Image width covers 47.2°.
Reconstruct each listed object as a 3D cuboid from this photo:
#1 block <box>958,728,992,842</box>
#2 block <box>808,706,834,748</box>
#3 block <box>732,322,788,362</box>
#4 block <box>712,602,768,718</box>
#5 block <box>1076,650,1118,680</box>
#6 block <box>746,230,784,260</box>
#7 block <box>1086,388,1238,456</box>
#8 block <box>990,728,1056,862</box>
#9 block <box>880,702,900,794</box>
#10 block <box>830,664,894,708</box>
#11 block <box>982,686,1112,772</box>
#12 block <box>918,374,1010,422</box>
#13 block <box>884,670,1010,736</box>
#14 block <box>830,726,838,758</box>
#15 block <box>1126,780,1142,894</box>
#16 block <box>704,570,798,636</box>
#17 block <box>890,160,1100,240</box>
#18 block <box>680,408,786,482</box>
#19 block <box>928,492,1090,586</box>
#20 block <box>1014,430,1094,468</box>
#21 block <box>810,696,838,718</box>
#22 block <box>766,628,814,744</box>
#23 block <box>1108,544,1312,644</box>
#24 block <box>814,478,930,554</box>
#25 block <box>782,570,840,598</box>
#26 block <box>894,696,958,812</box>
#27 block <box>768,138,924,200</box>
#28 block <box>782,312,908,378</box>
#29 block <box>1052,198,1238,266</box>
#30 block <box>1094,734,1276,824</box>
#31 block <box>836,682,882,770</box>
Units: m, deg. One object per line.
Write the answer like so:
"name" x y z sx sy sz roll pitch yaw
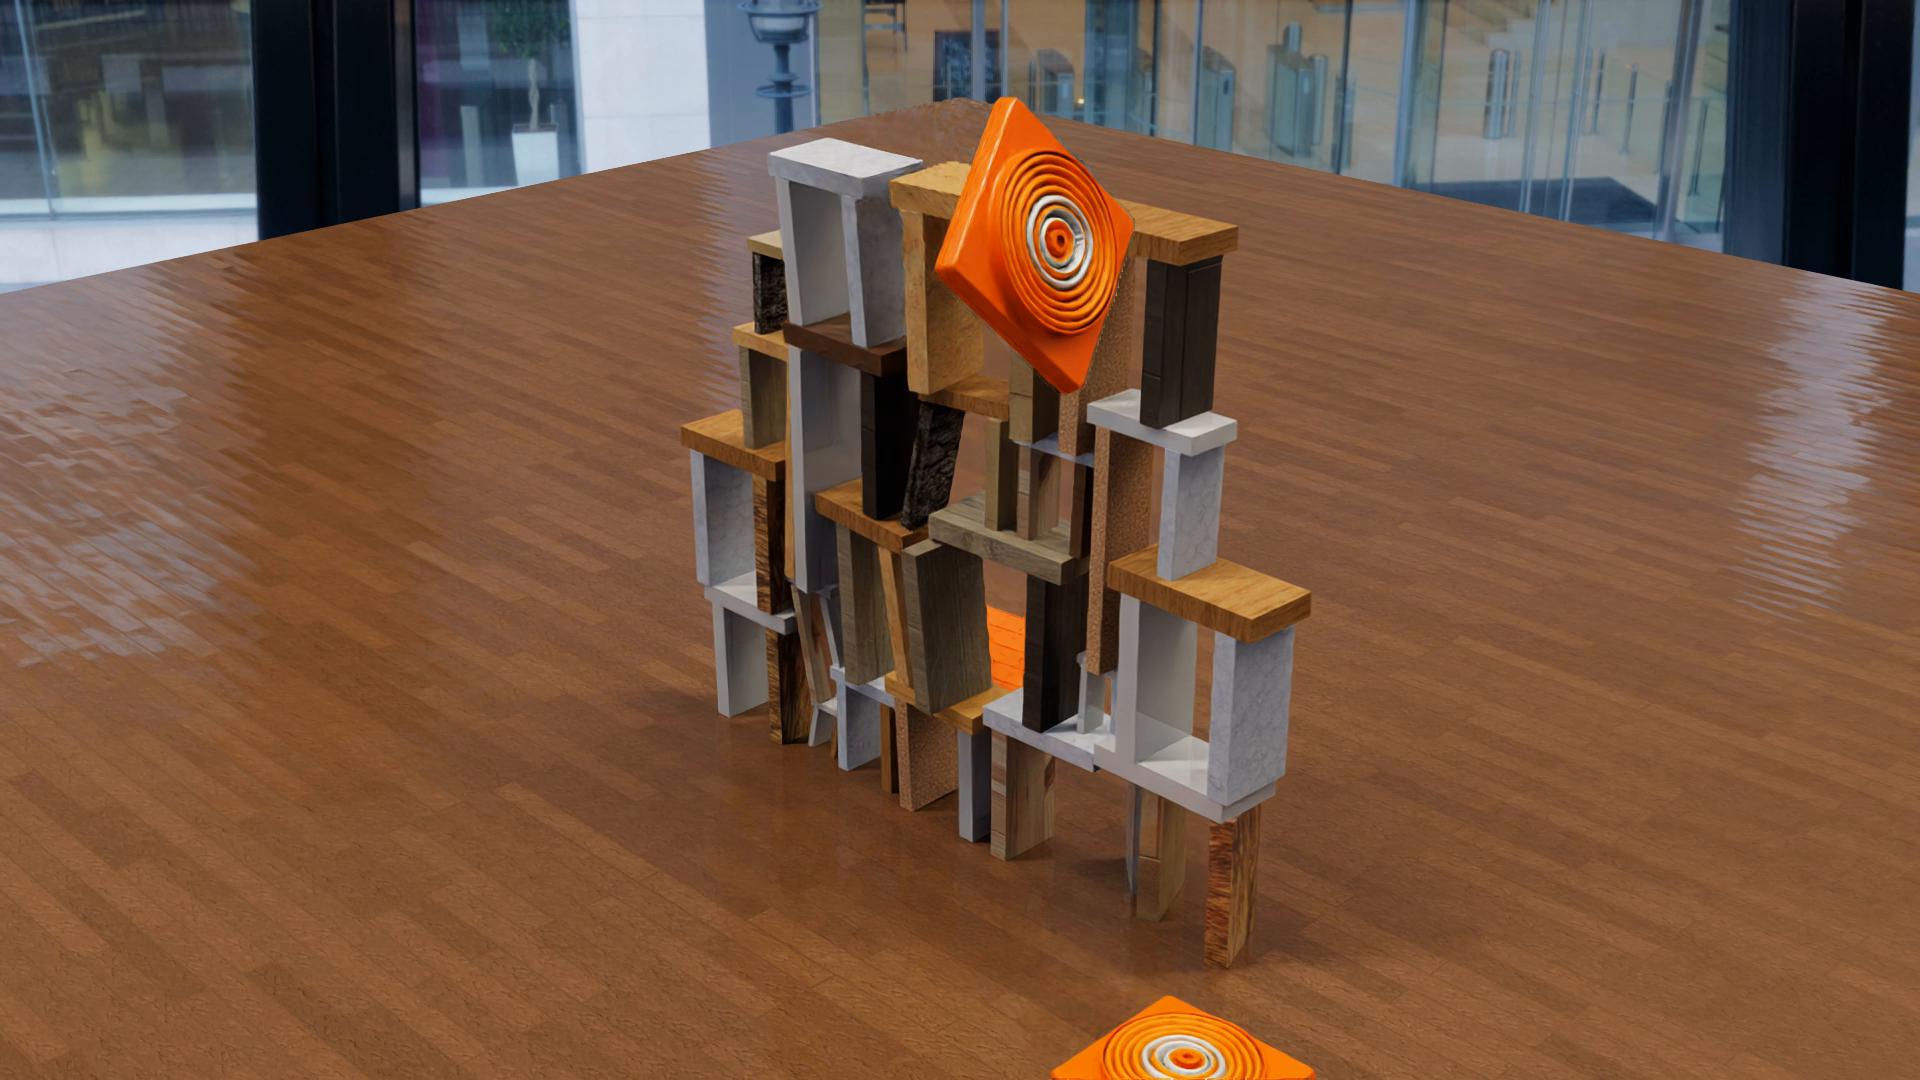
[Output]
"block" 0.054 0.458 4.349 0.036 0.256 0.128 21 33 39
"block" -0.295 0.392 4.706 0.051 0.103 0.015 -21 45 -41
"block" -0.348 -0.400 4.430 0.109 0.031 0.218 -21 31 -40
"block" -0.475 0.244 4.845 0.038 0.266 0.133 20 30 41
"block" 0.274 0.226 4.033 0.057 0.016 0.113 -21 31 -40
"block" -0.334 -0.576 4.340 0.085 0.024 0.169 -21 31 -40
"block" 0.345 -0.203 3.767 0.118 0.034 0.237 -21 31 -40
"block" 0.123 0.474 4.288 0.039 0.277 0.139 21 31 41
"block" -0.117 0.412 4.533 0.100 0.201 0.028 -21 30 -41
"block" -0.164 0.288 4.531 0.100 0.028 0.201 -21 31 -40
"block" 0.192 0.353 4.168 0.277 0.039 0.139 20 30 39
"block" 0.040 -0.269 4.059 0.214 0.030 0.107 15 29 33
"block" -0.017 0.303 4.339 0.128 0.036 0.256 -23 32 -37
"block" -0.243 0.413 4.658 0.051 0.103 0.015 -21 50 -41
"block" 0.344 0.518 4.184 0.039 0.277 0.139 0 23 -1
"block" -0.414 0.127 4.729 0.266 0.038 0.133 21 31 41
"block" 0.060 -0.601 3.876 0.339 0.048 0.170 19 31 36
"block" -0.429 -0.200 4.611 0.153 0.043 0.307 -21 31 -41
"block" 0.111 -0.006 4.091 0.314 0.044 0.157 20 30 35
"block" 0.195 -0.177 3.948 0.182 0.026 0.091 20 30 35
"block" -0.262 0.350 4.653 0.051 0.015 0.103 -21 31 -41
"block" -0.350 0.293 4.729 0.038 0.266 0.133 20 30 41
"block" 0.428 0.085 3.797 0.161 0.046 0.321 -21 31 -40
"block" -0.143 -0.052 4.334 0.144 0.041 0.287 -20 30 -34
"block" -0.292 0.082 4.576 0.074 0.021 0.148 -21 30 -40
"block" -0.068 0.411 4.458 0.128 0.256 0.036 -23 32 -38
"block" -0.214 -0.694 4.103 0.145 0.041 0.290 -23 31 -35
"block" -0.188 -0.387 4.229 0.153 0.043 0.306 -22 30 -35
"block" 0.308 -0.518 3.678 0.144 0.041 0.287 -20 29 -39
"block" 0.403 0.412 3.962 0.151 0.043 0.301 -21 31 -40
"block" -0.211 0.375 4.619 0.100 0.201 0.028 -21 31 -41
